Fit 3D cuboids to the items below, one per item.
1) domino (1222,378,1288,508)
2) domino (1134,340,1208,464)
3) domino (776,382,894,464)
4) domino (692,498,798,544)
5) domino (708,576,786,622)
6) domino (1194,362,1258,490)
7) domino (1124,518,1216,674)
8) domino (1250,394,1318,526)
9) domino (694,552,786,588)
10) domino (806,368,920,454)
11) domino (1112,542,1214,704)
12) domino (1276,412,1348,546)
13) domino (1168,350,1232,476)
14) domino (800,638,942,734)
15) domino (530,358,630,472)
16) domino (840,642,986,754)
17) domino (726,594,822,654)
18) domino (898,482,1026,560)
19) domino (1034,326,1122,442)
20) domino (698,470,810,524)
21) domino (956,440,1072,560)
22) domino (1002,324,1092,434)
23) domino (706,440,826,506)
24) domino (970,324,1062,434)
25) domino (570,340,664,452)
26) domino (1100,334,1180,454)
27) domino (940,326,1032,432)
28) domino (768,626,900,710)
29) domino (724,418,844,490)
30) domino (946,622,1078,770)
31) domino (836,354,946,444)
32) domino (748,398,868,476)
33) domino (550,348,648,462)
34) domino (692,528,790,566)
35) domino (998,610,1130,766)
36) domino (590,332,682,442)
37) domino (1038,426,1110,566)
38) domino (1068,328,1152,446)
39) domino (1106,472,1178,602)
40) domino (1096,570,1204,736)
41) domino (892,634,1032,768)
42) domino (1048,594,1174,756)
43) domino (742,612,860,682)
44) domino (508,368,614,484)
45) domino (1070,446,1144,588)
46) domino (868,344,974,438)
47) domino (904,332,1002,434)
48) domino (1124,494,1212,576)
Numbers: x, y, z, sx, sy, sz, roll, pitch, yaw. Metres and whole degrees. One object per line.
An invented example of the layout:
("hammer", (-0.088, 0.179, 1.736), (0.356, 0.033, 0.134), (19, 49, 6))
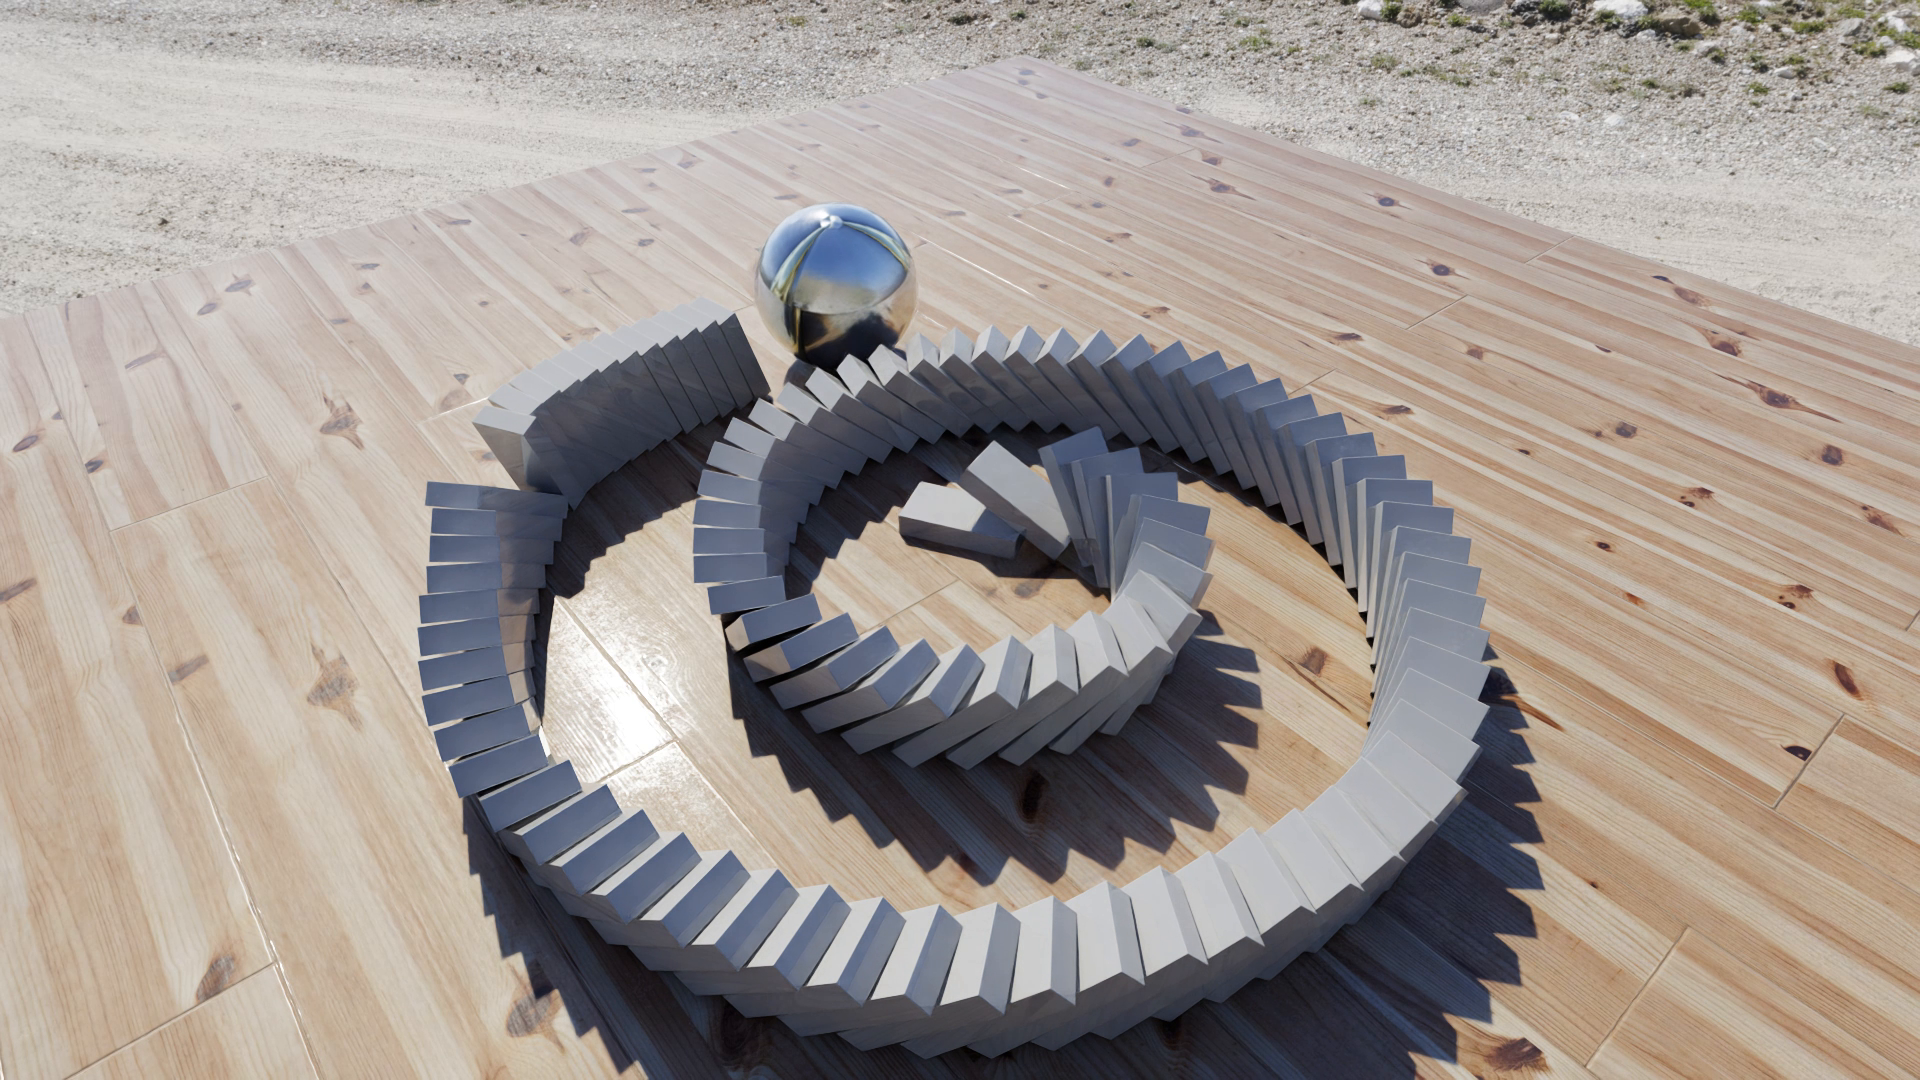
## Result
("domino", (0.134, -0.042, 0.470), (0.025, 0.009, 0.050), (-20, 86, -23))
("domino", (0.102, -0.062, 0.494), (0.025, 0.010, 0.050), (-35, 94, -35))
("domino", (-0.054, -0.051, 0.480), (0.025, 0.009, 0.050), (39, 9, 38))
("domino", (-0.082, -0.007, 0.426), (0.025, 0.009, 0.050), (6, -5, 8))
("domino", (-0.075, 0.021, 0.391), (0.025, 0.050, 0.009), (-9, 85, -9))
("domino", (0.124, -0.050, 0.479), (0.025, 0.009, 0.050), (-23, 88, -27))
("domino", (0.071, 0.020, 0.391), (0.025, 0.050, 0.009), (20, 3, 22))
("domino", (0.142, -0.034, 0.460), (0.025, 0.010, 0.050), (-16, 85, -19))
("domino", (-0.080, 0.012, 0.403), (0.025, 0.050, 0.010), (-2, 84, -2))
("domino", (-0.043, -0.057, 0.488), (0.050, 0.010, 0.025), (26, 15, -47))
("domino", (0.065, 0.029, 0.381), (0.025, 0.050, 0.010), (29, 7, 30))
("domino", (0.149, -0.025, 0.450), (0.025, 0.010, 0.050), (-13, 84, -15))
("domino", (0.115, -0.057, 0.487), (0.025, 0.010, 0.050), (-26, 89, -30))
("domino", (-0.030, 0.048, 0.358), (0.025, 0.050, 0.010), (-40, 98, -37))
("domino", (-0.164, -0.053, 0.476), (0.025, 0.050, 0.010), (30, 65, 31))
("domino", (-0.016, 0.052, 0.354), (0.010, 0.050, 0.025), (49, 47, -10))
("domino", (-0.065, 0.030, 0.381), (0.025, 0.050, 0.010), (-17, 86, -20))
("domino", (0.003, -0.008, 0.454), (0.050, 0.010, 0.025), (13, 41, 15))
("domino", (0.057, -0.072, 0.506), (0.050, 0.009, 0.025), (44, 41, -15))
("domino", (-0.081, -0.017, 0.438), (0.025, 0.009, 0.050), (12, -4, 14))
("domino", (0.026, -0.016, 0.445), (0.050, 0.010, 0.025), (38, 43, 2))
("domino", (0.043, -0.074, 0.508), (0.050, 0.009, 0.025), (42, 38, -17))
("domino", (-0.079, -0.027, 0.450), (0.025, 0.050, 0.009), (19, 88, 22))
("domino", (0.028, -0.075, 0.509), (0.050, 0.009, 0.025), (40, 35, -20))
("domino", (-0.152, -0.064, 0.489), (0.025, 0.050, 0.010), (30, 65, 31))
("domino", (0.088, -0.067, 0.500), (0.050, 0.009, 0.025), (53, 49, -8))
("domino", (0.012, -0.074, 0.508), (0.050, 0.010, 0.025), (37, 31, -25))
("domino", (-0.042, 0.043, 0.365), (0.025, 0.050, 0.010), (-33, 93, -33))
("domino", (-0.073, -0.036, 0.461), (0.025, 0.010, 0.050), (26, 1, 30))
("domino", (0.016, 0.051, 0.355), (0.010, 0.050, 0.025), (36, 32, -25))
("domino", (-0.031, -0.063, 0.495), (0.050, 0.009, 0.025), (28, 19, -42))
("domino", (-0.064, -0.044, 0.471), (0.025, 0.010, 0.050), (32, 5, 34))
("domino", (-0.158, -0.059, 0.483), (0.025, 0.050, 0.009), (30, 65, 31))
("domino", (-0.081, 0.003, 0.414), (0.025, 0.010, 0.050), (1, -6, 2))
("domino", (0.031, 0.048, 0.358), (0.010, 0.050, 0.025), (31, 27, -31))
("domino", (-0.145, -0.068, 0.494), (0.025, 0.050, 0.009), (30, 65, 31))
("domino", (0.052, -0.017, 0.437), (0.025, 0.050, 0.010), (-23, 4, -28))
("domino", (0.073, -0.070, 0.504), (0.050, 0.010, 0.025), (48, 45, -11))
("domino", (0.069, 0.000, 0.415), (0.025, 0.050, 0.010), (-3, 3, -3))
("domino", (0.056, 0.038, 0.370), (0.009, 0.050, 0.025), (21, 18, -47))
("domino", (0.000, 0.052, 0.353), (0.009, 0.050, 0.025), (41, 38, -17))
("domino", (0.045, 0.045, 0.362), (0.009, 0.050, 0.025), (27, 24, -37))
("domino", (-0.055, 0.037, 0.372), (0.025, 0.050, 0.009), (-24, 90, -27))
("domino", (-0.170, -0.048, 0.470), (0.025, 0.050, 0.010), (30, 65, 31))
("domino", (0.061, -0.009, 0.426), (0.025, 0.050, 0.010), (-14, 3, -16))
("domino", (-0.018, -0.067, 0.500), (0.050, 0.010, 0.025), (30, 19, -40))
("domino", (-0.003, -0.072, 0.506), (0.050, 0.009, 0.025), (34, 27, -30))
("domino", (0.074, 0.010, 0.403), (0.025, 0.050, 0.010), (12, 2, 13))
